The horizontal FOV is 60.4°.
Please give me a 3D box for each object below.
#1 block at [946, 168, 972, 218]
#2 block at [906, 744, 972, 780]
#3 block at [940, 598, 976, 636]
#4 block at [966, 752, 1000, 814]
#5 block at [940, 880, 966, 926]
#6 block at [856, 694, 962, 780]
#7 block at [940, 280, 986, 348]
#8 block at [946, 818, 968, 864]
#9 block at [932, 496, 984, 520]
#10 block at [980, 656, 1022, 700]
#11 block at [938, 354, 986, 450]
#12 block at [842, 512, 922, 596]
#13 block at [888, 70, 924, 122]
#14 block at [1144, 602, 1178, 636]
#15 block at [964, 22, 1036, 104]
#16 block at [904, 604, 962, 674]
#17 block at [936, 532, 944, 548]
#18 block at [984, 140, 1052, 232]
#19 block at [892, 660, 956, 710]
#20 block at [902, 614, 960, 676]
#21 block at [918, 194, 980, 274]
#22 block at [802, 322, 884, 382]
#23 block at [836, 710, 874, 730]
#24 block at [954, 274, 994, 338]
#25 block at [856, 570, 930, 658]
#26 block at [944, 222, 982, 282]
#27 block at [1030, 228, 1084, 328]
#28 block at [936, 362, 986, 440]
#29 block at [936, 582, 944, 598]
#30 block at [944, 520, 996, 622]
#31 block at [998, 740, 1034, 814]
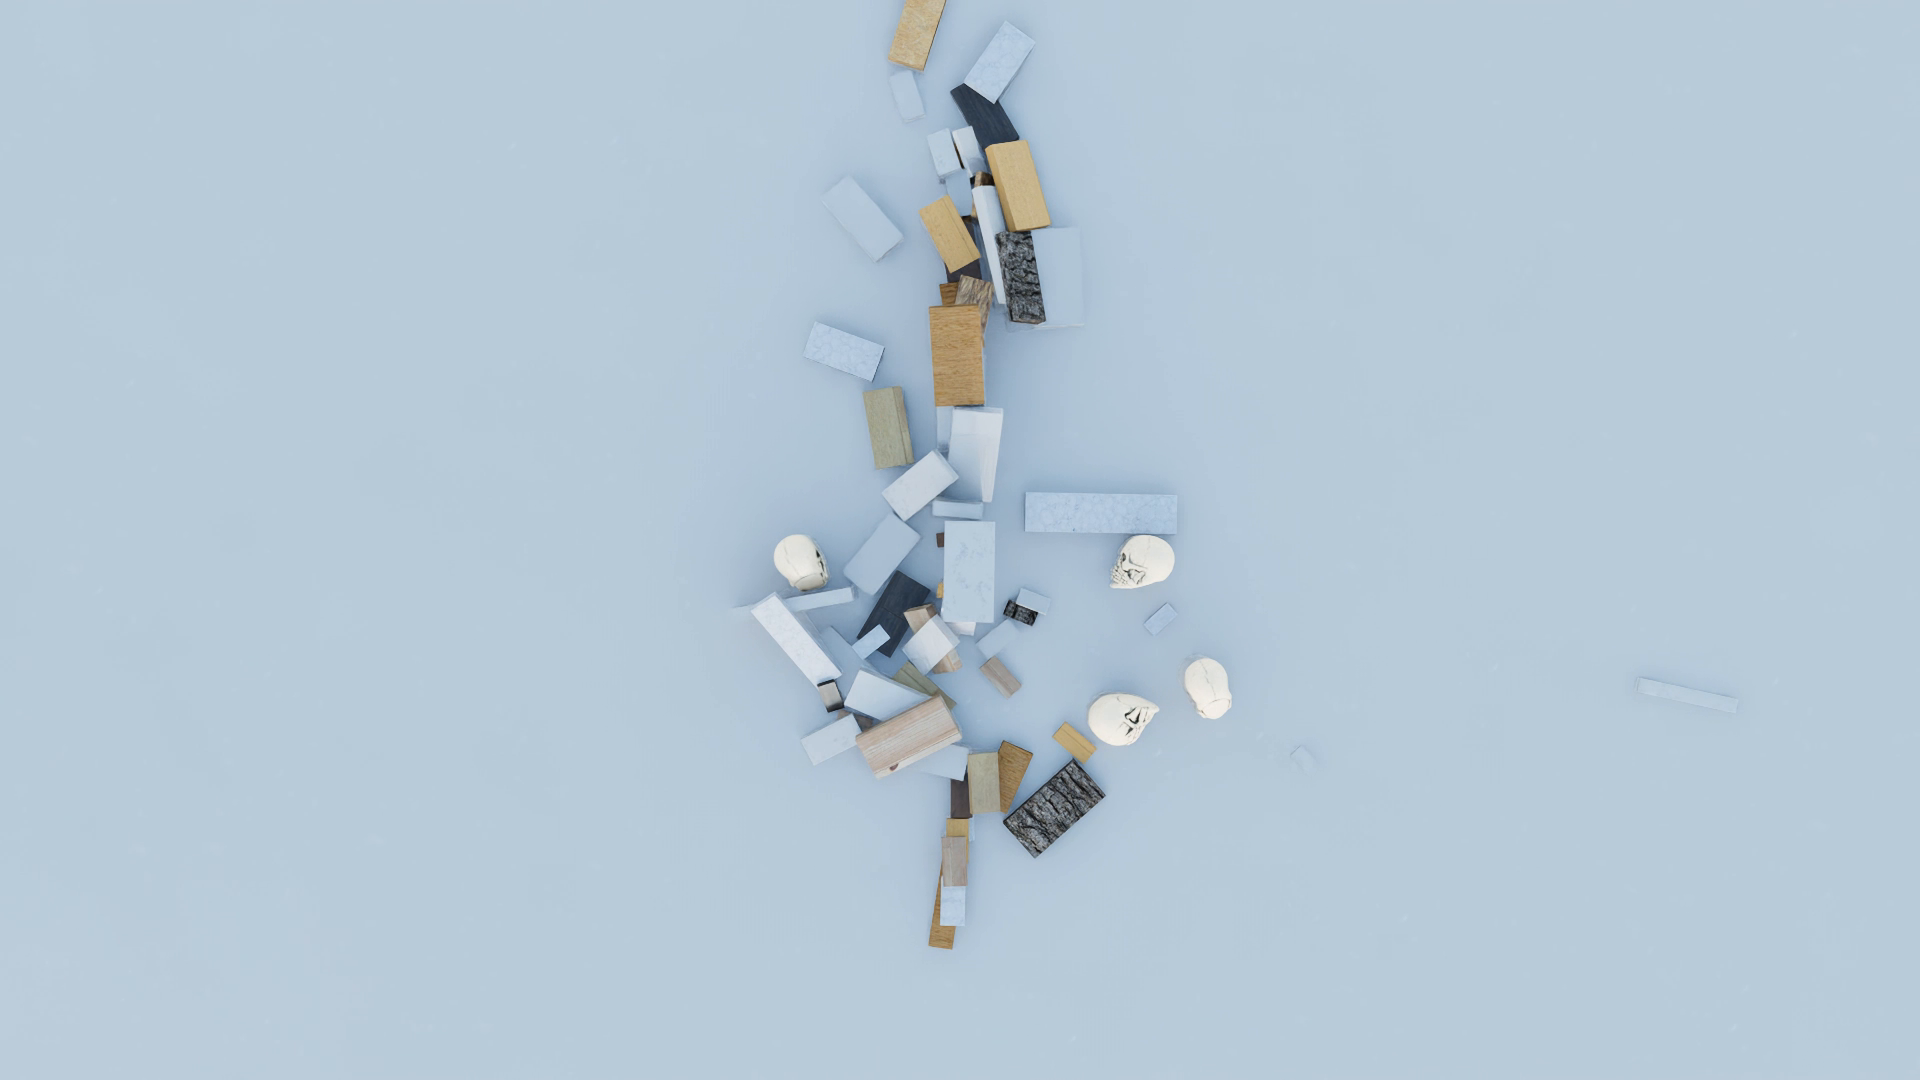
[{"bbox_3d":[0.000,-1.148,5.467,0.077,0.022,0.155,-9,90,0],"label":"block"},{"bbox_3d":[-0.081,0.719,5.470,0.217,0.031,0.108,13,90,8],"label":"block"},{"bbox_3d":[-0.005,0.252,5.385,0.117,0.234,0.033,8,68,0],"label":"block"},{"bbox_3d":[0.079,0.801,5.440,0.098,0.028,0.195,-3,90,-19],"label":"block"},{"bbox_3d":[-0.023,1.195,5.466,0.081,0.023,0.161,1,90,0],"label":"block"},{"bbox_3d":[-0.168,0.647,5.422,0.315,0.045,0.158,-27,102,7],"label":"block"},{"bbox_3d":[0.007,-0.742,5.458,0.114,0.032,0.228,-10,103,0],"label":"block"},{"bbox_3d":[-0.008,0.997,5.467,0.073,0.021,0.147,0,89,0],"label":"block"},{"bbox_3d":[-0.006,-0.105,5.342,0.157,0.314,0.044,5,94,0],"label":"block"},{"bbox_3d":[0.135,0.457,5.490,0.069,0.020,0.138,-42,90,0],"label":"block"},{"bbox_3d":[0.005,-0.451,5.427,0.157,0.044,0.314,0,109,-1],"label":"block"},{"bbox_3d":[-0.260,0.048,5.482,0.130,0.037,0.260,39,90,0],"label":"block"},{"bbox_3d":[-0.177,-1.478,5.489,0.076,0.022,0.152,-18,90,0],"label":"block"},{"bbox_3d":[0.668,0.264,5.492,0.107,0.015,0.054,-42,90,0],"label":"block"},{"bbox_3d":[0.132,-1.581,5.459,0.123,0.035,0.247,34,81,-4],"label":"block"},{"bbox_3d":[-0.088,0.327,5.424,0.033,0.117,0.234,-35,104,-39],"label":"block"},{"bbox_3d":[0.005,-0.007,5.343,0.157,0.314,0.044,-7,90,0],"label":"block"},{"bbox_3d":[0.193,-1.167,5.444,0.146,0.041,0.292,-16,90,-31],"label":"block"},{"bbox_3d":[-0.128,0.513,5.485,0.217,0.031,0.108,41,90,0],"label":"block"},{"bbox_3d":[-0.097,0.345,5.392,0.033,0.234,0.117,-35,82,-39],"label":"block"},{"bbox_3d":[-0.034,-1.004,5.413,0.114,0.032,0.228,-28,98,4],"label":"block"},{"bbox_3d":[-0.386,-0.625,5.483,0.246,0.035,0.123,20,90,0],"label":"block"},{"bbox_3d":[-0.353,0.609,5.492,0.118,0.017,0.059,18,90,0],"label":"block"},{"bbox_3d":[0.032,-0.738,5.381,0.117,0.033,0.233,14,79,-6],"label":"block"},{"bbox_3d":[-0.221,0.245,5.481,0.131,0.037,0.263,31,90,0],"label":"block"},{"bbox_3d":[0.005,-0.927,5.458,0.114,0.032,0.228,-10,99,2],"label":"block"},{"bbox_3d":[0.323,-0.871,5.477,0.160,0.045,0.320,-3,90,0],"label":"block"},{"bbox_3d":[0.000,-0.485,5.368,0.157,0.044,0.314,-3,109,0],"label":"block"},{"bbox_3d":[0.006,0.175,5.342,0.157,0.314,0.044,8,87,0],"label":"block"},{"bbox_3d":[0.029,0.099,5.163,0.157,0.044,0.314,1,90,0],"label":"block"},{"bbox_3d":[0.150,0.788,5.485,0.108,0.031,0.217,24,90,0],"label":"block"}]
